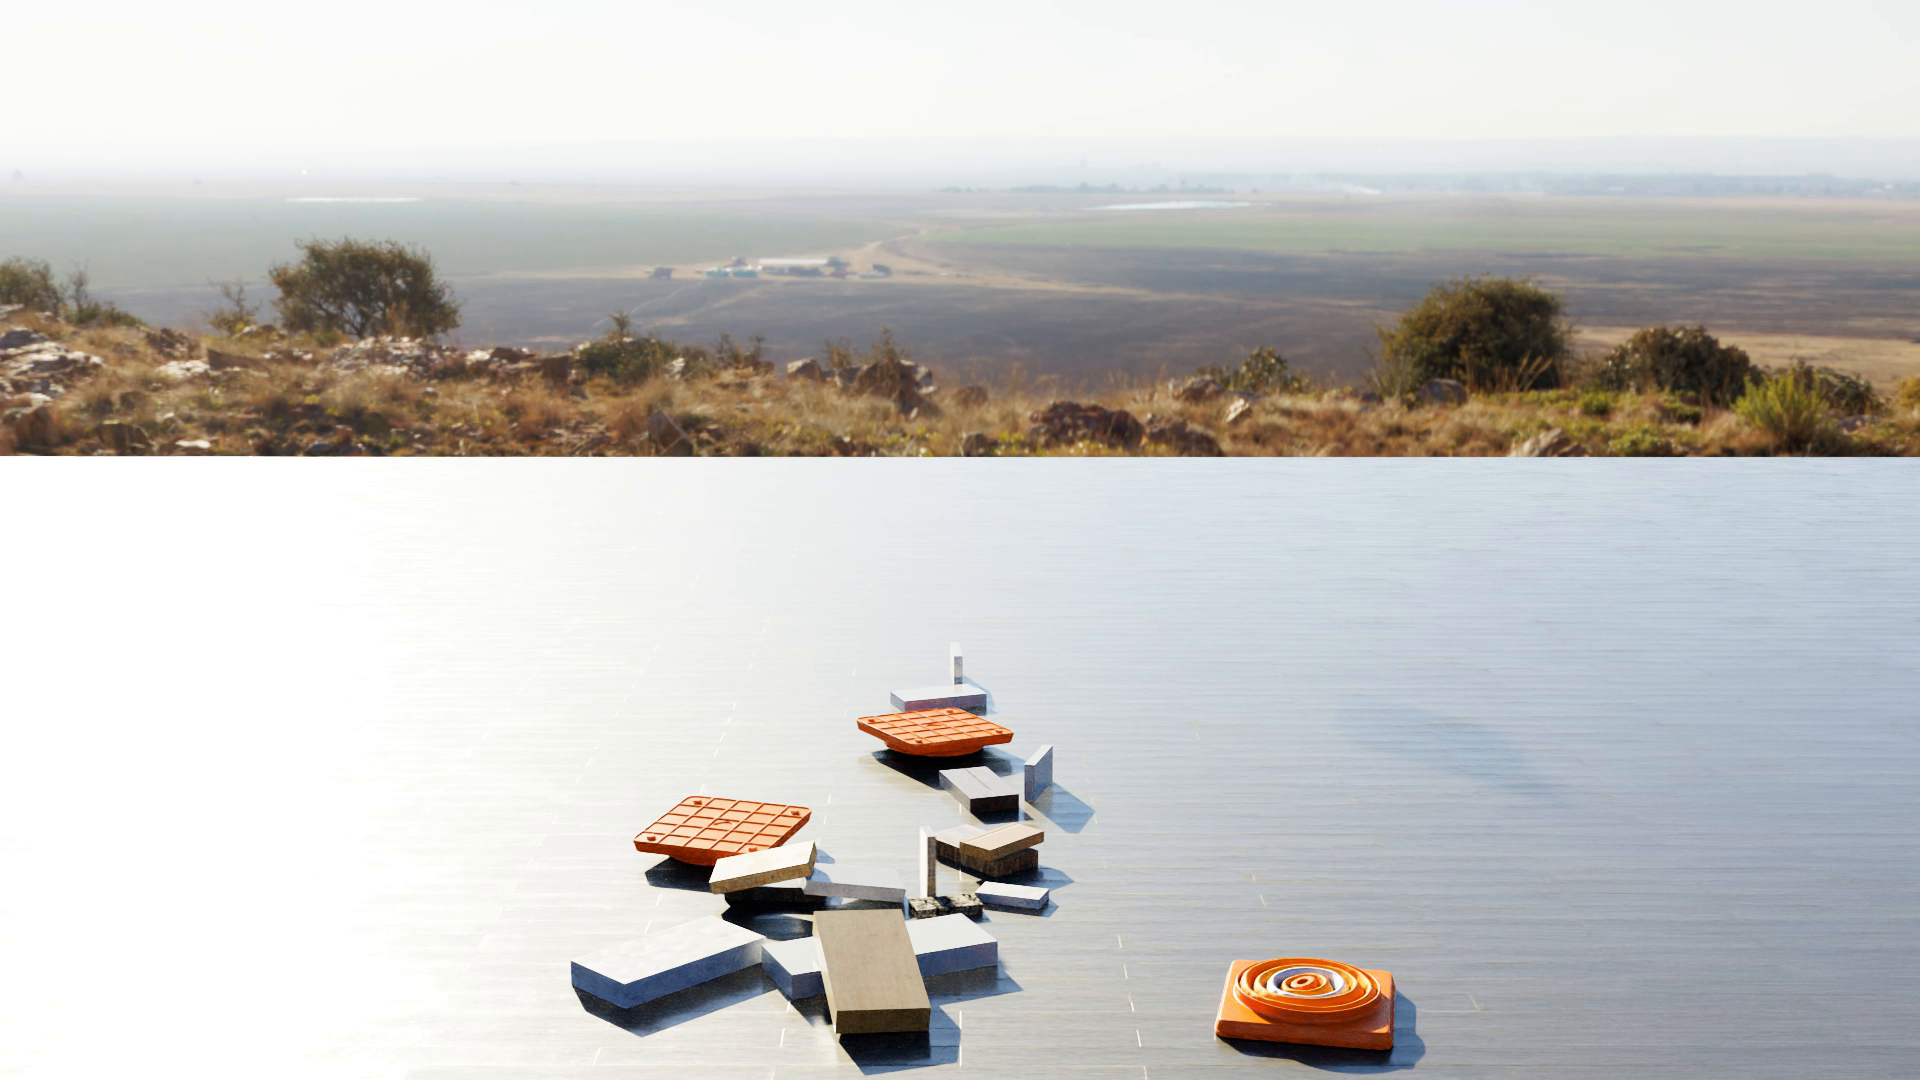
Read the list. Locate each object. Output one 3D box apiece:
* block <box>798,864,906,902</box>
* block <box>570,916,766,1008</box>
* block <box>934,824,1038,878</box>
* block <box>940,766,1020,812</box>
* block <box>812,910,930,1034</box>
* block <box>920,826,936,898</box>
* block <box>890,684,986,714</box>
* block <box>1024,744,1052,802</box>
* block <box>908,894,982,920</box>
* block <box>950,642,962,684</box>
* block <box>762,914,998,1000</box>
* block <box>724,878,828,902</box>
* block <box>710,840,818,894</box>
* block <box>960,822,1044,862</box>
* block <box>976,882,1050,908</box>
[{"bbox_3d":[-0.181,0.566,3.641,0.168,0.024,0.084,8,12,-15],"label":"block"},{"bbox_3d":[-0.438,0.635,3.323,0.134,0.038,0.267,10,15,44],"label":"block"},{"bbox_3d":[0.037,0.543,3.849,0.096,0.027,0.193,-9,14,-39],"label":"block"},{"bbox_3d":[0.035,0.476,4.206,0.096,0.027,0.193,-3,11,-18],"label":"block"},{"bbox_3d":[-0.132,0.627,3.212,0.134,0.038,0.267,1,21,-11],"label":"block"},{"bbox_3d":[-0.053,0.537,3.652,0.016,0.111,0.055,-2,11,-11],"label":"block"},{"bbox_3d":[-0.048,0.351,4.880,0.193,0.027,0.096,-4,11,-21],"label":"block"},{"bbox_3d":[0.152,0.448,4.238,0.020,0.071,0.142,3,11,16],"label":"block"},{"bbox_3d":[-0.024,0.597,3.586,0.111,0.016,0.055,-3,11,-15],"label":"block"},{"bbox_3d":[-0.009,0.287,5.104,0.020,0.071,0.142,-1,11,-4],"label":"block"},{"bbox_3d":[-0.122,0.631,3.345,0.333,0.038,0.134,-5,12,-24],"label":"block"},{"bbox_3d":[-0.303,0.577,3.674,0.168,0.024,0.084,1,11,4],"label":"block"},{"bbox_3d":[-0.324,0.542,3.637,0.168,0.024,0.084,-12,17,8],"label":"block"},{"bbox_3d":[0.073,0.524,3.820,0.071,0.020,0.142,9,14,41],"label":"block"},{"bbox_3d":[0.086,0.588,3.639,0.111,0.016,0.055,4,11,19],"label":"block"}]
